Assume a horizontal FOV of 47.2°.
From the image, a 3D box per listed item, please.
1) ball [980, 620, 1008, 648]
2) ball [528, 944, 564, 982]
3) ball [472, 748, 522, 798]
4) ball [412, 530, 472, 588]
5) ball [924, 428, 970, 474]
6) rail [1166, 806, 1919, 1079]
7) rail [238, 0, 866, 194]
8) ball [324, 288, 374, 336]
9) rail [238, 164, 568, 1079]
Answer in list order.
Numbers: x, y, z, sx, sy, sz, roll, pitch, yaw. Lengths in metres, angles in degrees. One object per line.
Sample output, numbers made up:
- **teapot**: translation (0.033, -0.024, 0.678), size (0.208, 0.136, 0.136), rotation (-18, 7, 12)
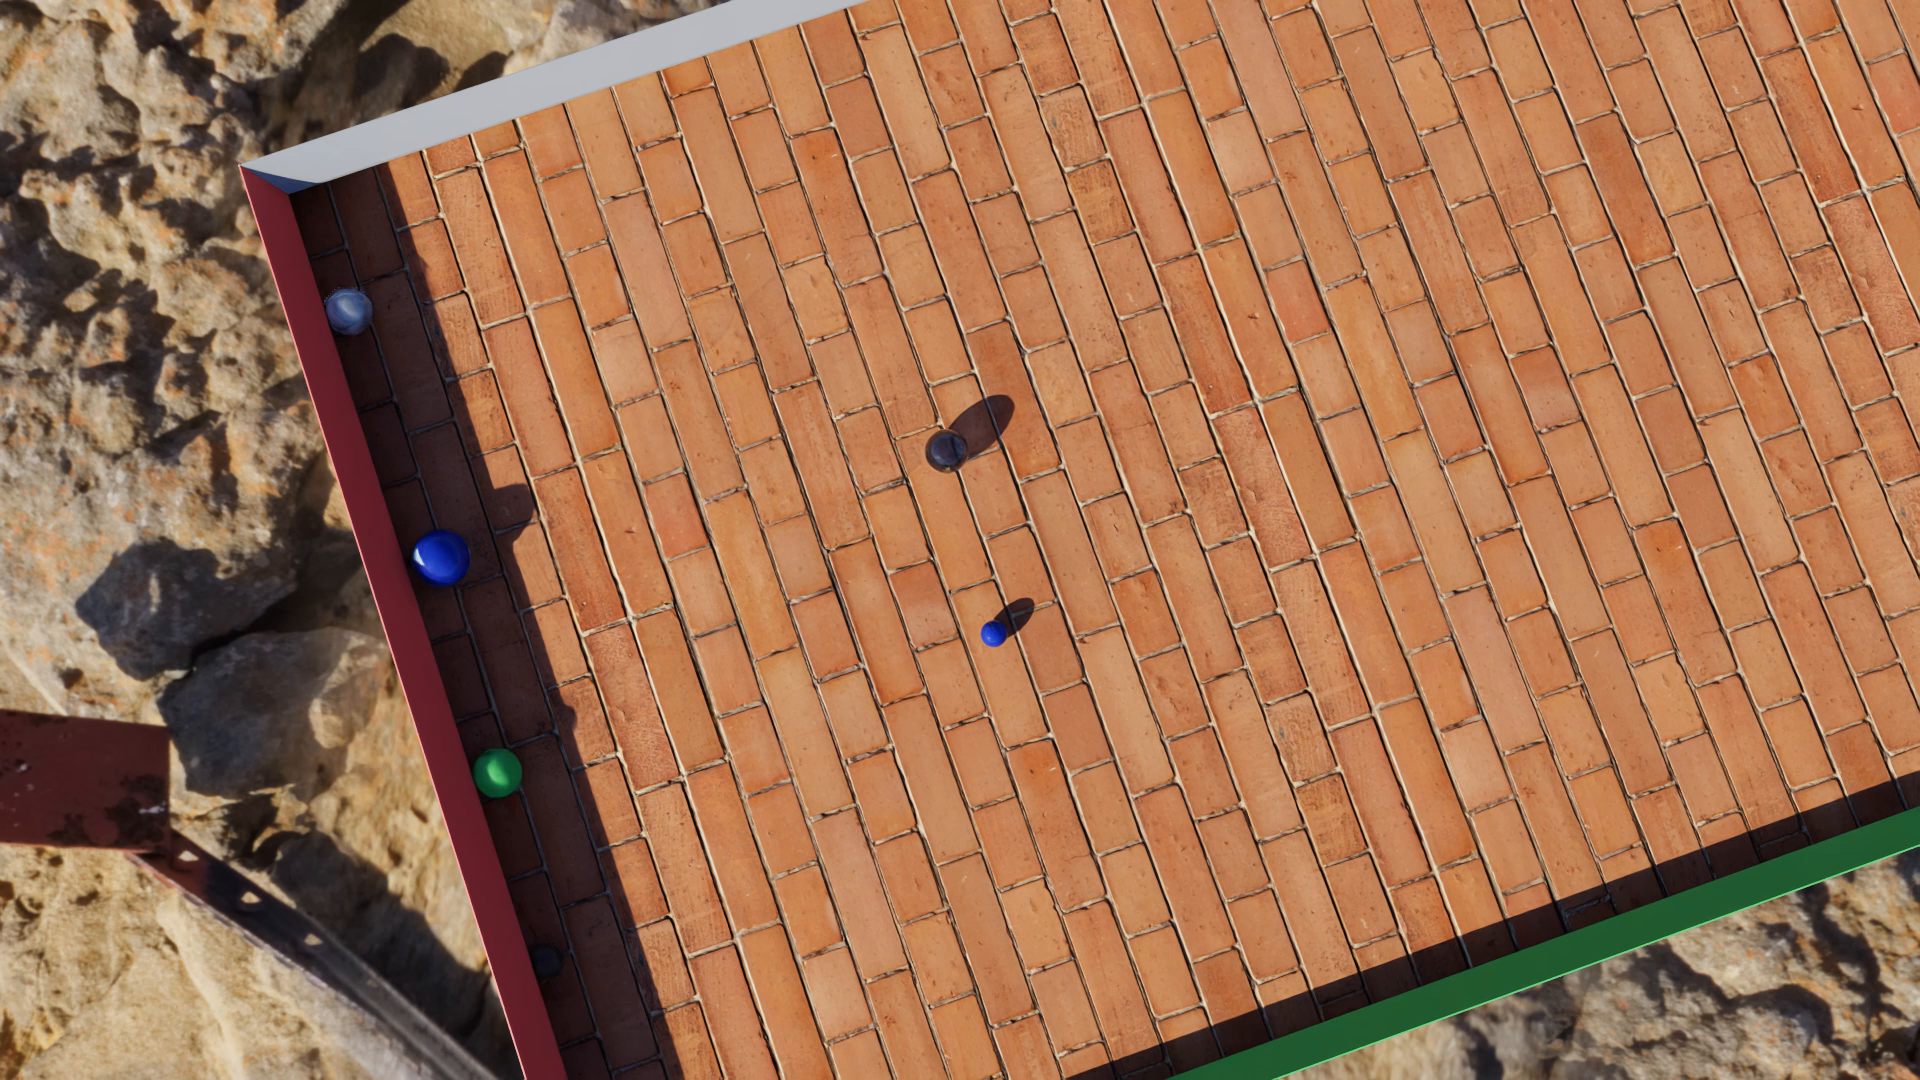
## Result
- **ball**: translation (0.050, 0.139, 3.264), size (0.041, 0.041, 0.041), rotation (0, 81, 0)
- **ball**: translation (-0.601, 0.613, 3.186), size (0.054, 0.054, 0.054), rotation (0, 81, 0)
- **ball**: translation (-0.677, 0.341, 3.218), size (0.072, 0.072, 0.072), rotation (0, 81, 0)
- **ball**: translation (-0.768, 0.028, 3.259), size (0.086, 0.086, 0.086), rotation (0, 81, 0)
- **ball**: translation (-0.020, -0.133, 3.293), size (0.067, 0.067, 0.067), rotation (0, 81, 0)
- **rail**: translation (1.069, 0.522, 3.170), size (3.328, 0.111, 0.045), rotation (-19, 82, -3)
- **rail**: translation (0.501, -1.075, 3.412), size (3.328, 0.111, 0.045), rotation (-19, 82, -3)
- **ball**: translation (-0.923, -0.345, 3.323), size (0.070, 0.070, 0.070), rotation (0, 81, 0)
- **rail**: translation (-0.763, 0.261, 3.209), size (0.045, 0.111, 1.760), rotation (-19, 82, -3)
